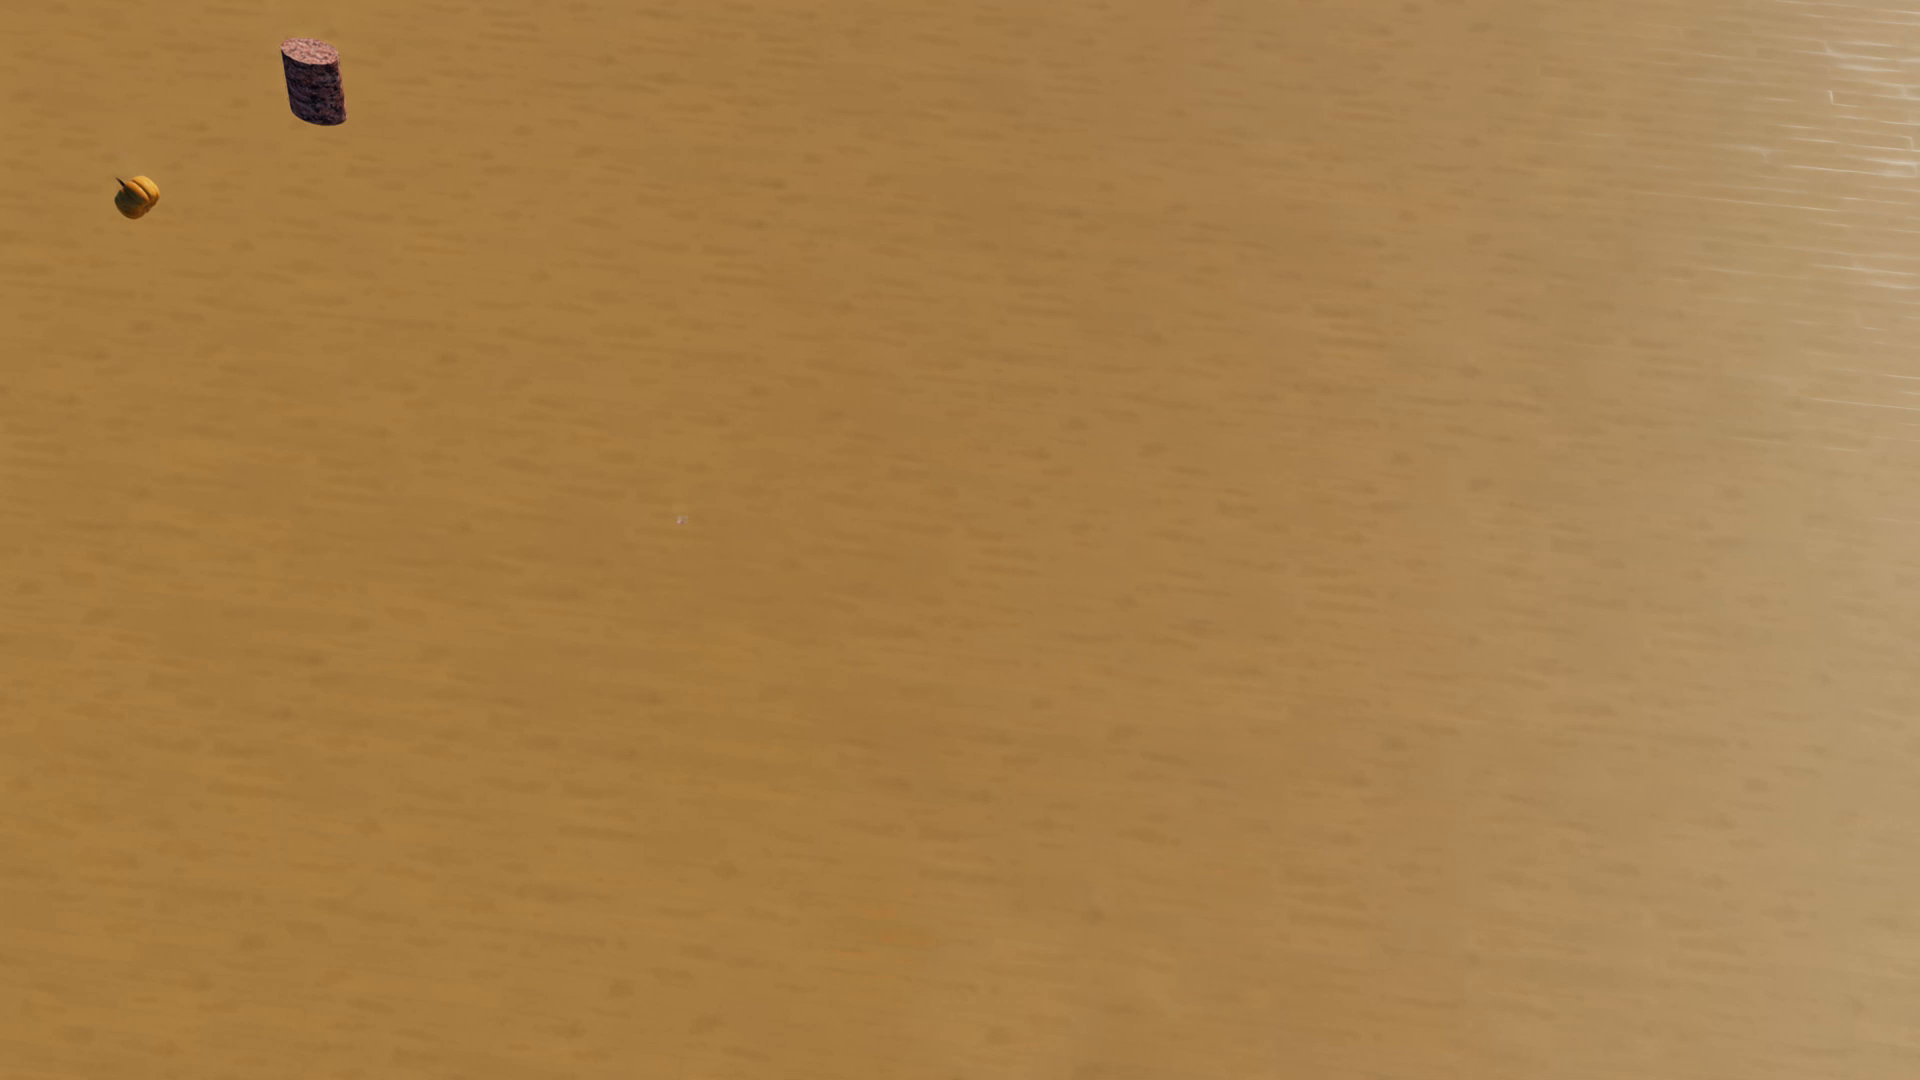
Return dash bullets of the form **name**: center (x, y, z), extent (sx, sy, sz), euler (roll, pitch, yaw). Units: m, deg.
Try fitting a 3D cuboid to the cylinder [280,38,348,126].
- **cylinder**: center (-1.431, -1.017, 4.877), extent (0.138, 0.163, 0.088), euler (21, 48, 13)
